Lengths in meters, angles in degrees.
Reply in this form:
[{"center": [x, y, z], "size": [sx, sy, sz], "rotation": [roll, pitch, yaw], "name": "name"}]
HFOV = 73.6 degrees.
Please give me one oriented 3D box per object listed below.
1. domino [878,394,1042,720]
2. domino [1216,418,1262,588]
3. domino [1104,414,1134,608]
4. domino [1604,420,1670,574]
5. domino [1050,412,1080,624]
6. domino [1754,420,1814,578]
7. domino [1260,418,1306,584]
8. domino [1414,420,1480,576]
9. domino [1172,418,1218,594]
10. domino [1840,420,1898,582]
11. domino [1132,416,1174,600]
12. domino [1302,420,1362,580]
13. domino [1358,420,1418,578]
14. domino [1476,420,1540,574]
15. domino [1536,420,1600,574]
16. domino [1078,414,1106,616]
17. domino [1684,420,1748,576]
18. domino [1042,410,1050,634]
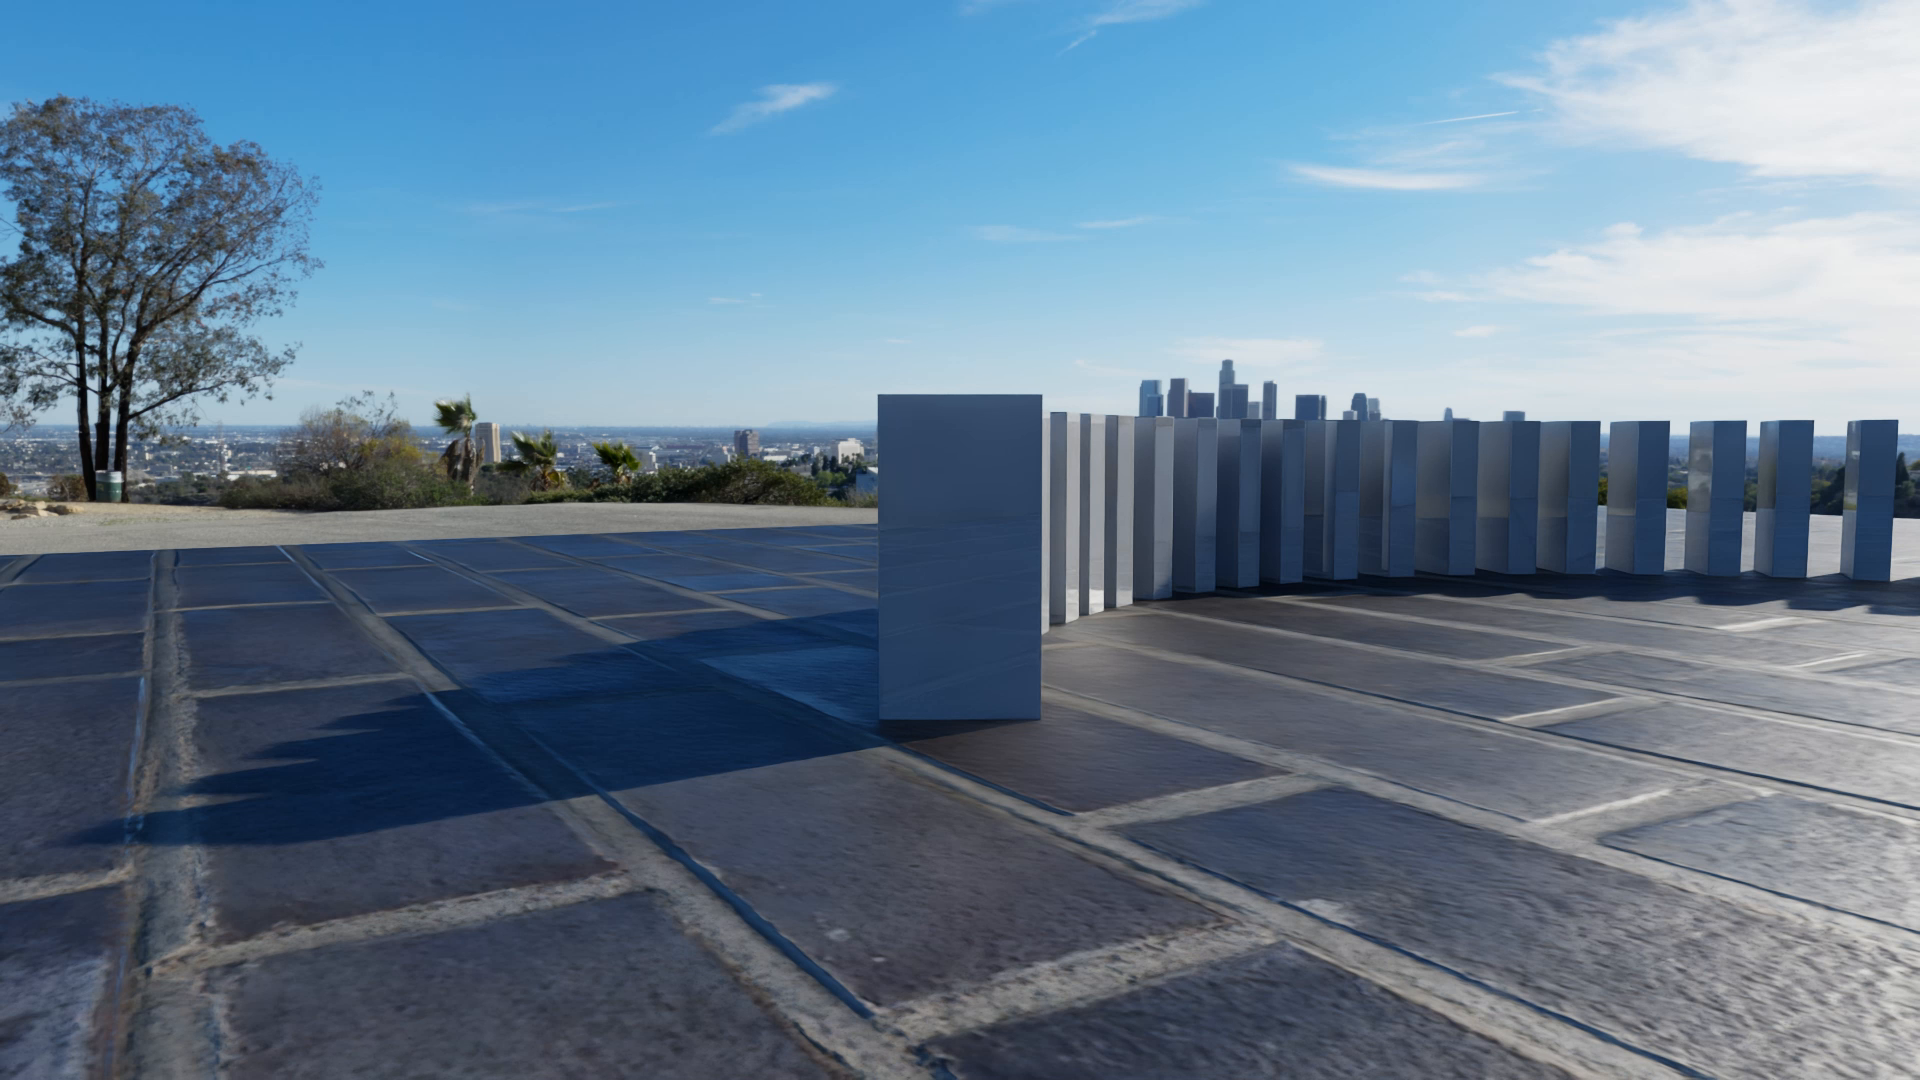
[{"center": [0.000, 0.002, 0.201], "size": [0.025, 0.050, 0.010], "rotation": [0, 4, 0], "name": "domino"}, {"center": [0.078, -0.012, 0.390], "size": [0.009, 0.050, 0.025], "rotation": [-3, 5, -37], "name": "domino"}, {"center": [0.033, -0.008, 0.342], "size": [0.025, 0.050, 0.009], "rotation": [3, 5, 34], "name": "domino"}, {"center": [0.226, -0.015, 0.429], "size": [0.010, 0.050, 0.025], "rotation": [1, 4, 7], "name": "domino"}, {"center": [0.016, -0.006, 0.312], "size": [0.025, 0.050, 0.009], "rotation": [2, 5, 24], "name": "domino"}, {"center": [0.268, -0.014, 0.418], "size": [0.010, 0.050, 0.025], "rotation": [2, 5, 20], "name": "domino"}, {"center": [0.095, -0.013, 0.401], "size": [0.009, 0.050, 0.025], "rotation": [-3, 5, -31], "name": "domino"}, {"center": [0.160, -0.014, 0.426], "size": [0.010, 0.050, 0.025], "rotation": [-1, 4, -12], "name": "domino"}, {"center": [0.062, -0.011, 0.376], "size": [0.009, 0.050, 0.025], "rotation": [-4, 6, -43], "name": "domino"}, {"center": [0.290, -0.013, 0.409], "size": [0.010, 0.050, 0.025], "rotation": [2, 5, 26], "name": "domino"}, {"center": [0.046, -0.009, 0.360], "size": [0.025, 0.050, 0.010], "rotation": [4, 6, 41], "name": "domino"}, {"center": [0.116, -0.013, 0.412], "size": [0.009, 0.050, 0.025], "rotation": [-2, 5, -24], "name": "domino"}, {"center": [0.137, -0.014, 0.420], "size": [0.009, 0.050, 0.025], "rotation": [-1, 5, -18], "name": "domino"}, {"center": [0.182, -0.015, 0.430], "size": [0.009, 0.050, 0.025], "rotation": [0, 4, -5], "name": "domino"}, {"center": [0.203, -0.015, 0.430], "size": [0.010, 0.050, 0.025], "rotation": [0, 4, 1], "name": "domino"}, {"center": [0.023, -0.007, 0.327], "size": [0.025, 0.050, 0.010], "rotation": [2, 5, 29], "name": "domino"}, {"center": [0.249, -0.014, 0.424], "size": [0.010, 0.050, 0.025], "rotation": [1, 4, 14], "name": "domino"}, {"center": [0.007, -0.004, 0.289], "size": [0.025, 0.050, 0.009], "rotation": [1, 5, 18], "name": "domino"}]
